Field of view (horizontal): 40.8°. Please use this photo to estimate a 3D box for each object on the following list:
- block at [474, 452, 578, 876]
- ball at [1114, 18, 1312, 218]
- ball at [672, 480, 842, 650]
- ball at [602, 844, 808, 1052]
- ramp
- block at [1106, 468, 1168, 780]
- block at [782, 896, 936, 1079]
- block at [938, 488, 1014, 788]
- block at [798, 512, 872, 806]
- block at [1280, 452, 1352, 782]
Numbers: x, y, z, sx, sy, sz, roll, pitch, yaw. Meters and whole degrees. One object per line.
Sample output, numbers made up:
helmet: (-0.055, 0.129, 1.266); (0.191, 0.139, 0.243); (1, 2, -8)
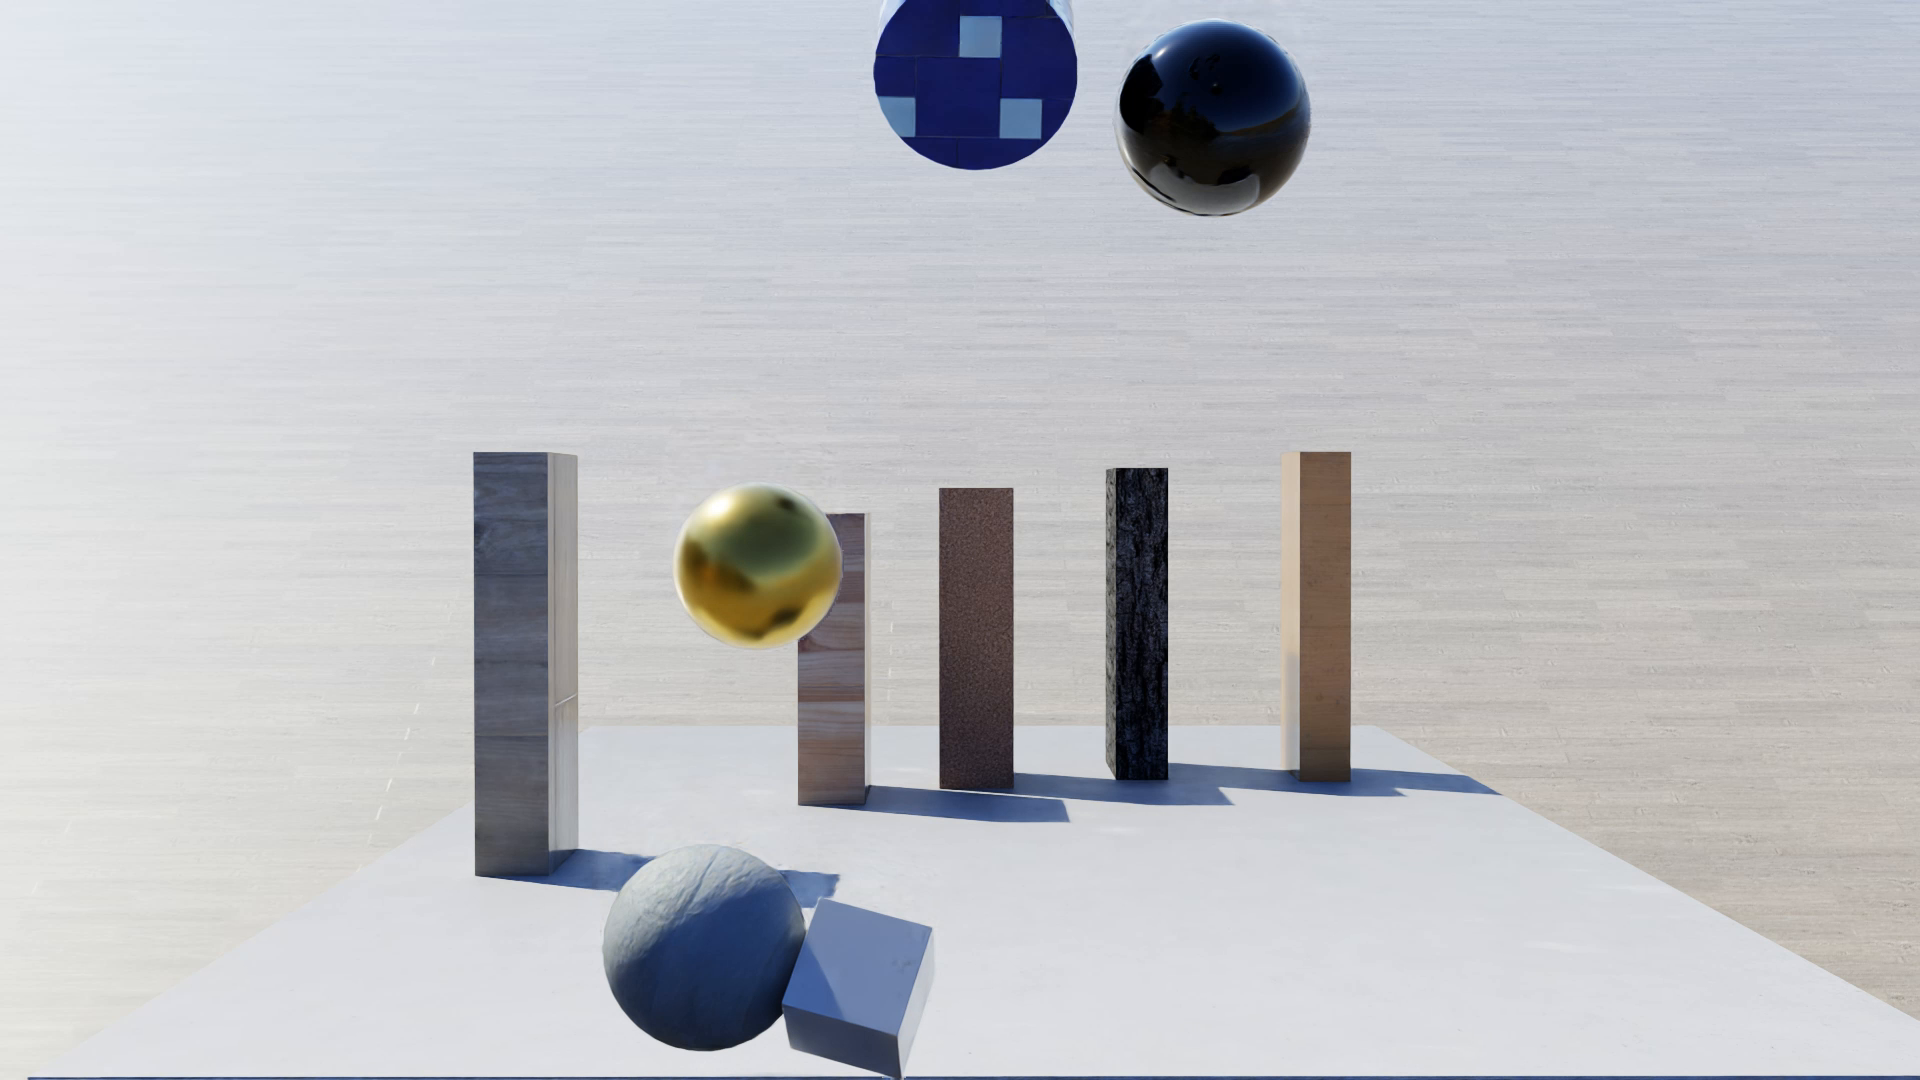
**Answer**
block: (-0.689, 0.188, 4.121); (0.114, 0.652, 0.314); (0, 1, 0)
ball: (0.256, -0.428, 2.622); (0.200, 0.200, 0.200); (0, 27, 0)
ball: (-0.195, 0.024, 2.479); (0.163, 0.163, 0.163); (0, 27, 0)
ball: (-0.252, 0.403, 2.559); (0.203, 0.203, 0.203); (0, 27, 0)
ramp: (0.062, 0.556, 4.594); (2.000, 0.100, 4.000); (0, 1, 0)
block: (0.375, 0.170, 5.504); (0.108, 0.643, 0.372); (0, 1, 0)
block: (-0.098, 0.441, 2.540); (0.116, 0.116, 0.116); (14, 59, 9)
block: (0.033, 0.194, 5.315); (0.149, 0.602, 0.319); (0, 1, 0)
block: (-0.243, 0.223, 5.053); (0.127, 0.553, 0.351); (0, 1, 0)
block: (0.747, 0.155, 5.434); (0.105, 0.676, 0.301); (0, 1, 0)
